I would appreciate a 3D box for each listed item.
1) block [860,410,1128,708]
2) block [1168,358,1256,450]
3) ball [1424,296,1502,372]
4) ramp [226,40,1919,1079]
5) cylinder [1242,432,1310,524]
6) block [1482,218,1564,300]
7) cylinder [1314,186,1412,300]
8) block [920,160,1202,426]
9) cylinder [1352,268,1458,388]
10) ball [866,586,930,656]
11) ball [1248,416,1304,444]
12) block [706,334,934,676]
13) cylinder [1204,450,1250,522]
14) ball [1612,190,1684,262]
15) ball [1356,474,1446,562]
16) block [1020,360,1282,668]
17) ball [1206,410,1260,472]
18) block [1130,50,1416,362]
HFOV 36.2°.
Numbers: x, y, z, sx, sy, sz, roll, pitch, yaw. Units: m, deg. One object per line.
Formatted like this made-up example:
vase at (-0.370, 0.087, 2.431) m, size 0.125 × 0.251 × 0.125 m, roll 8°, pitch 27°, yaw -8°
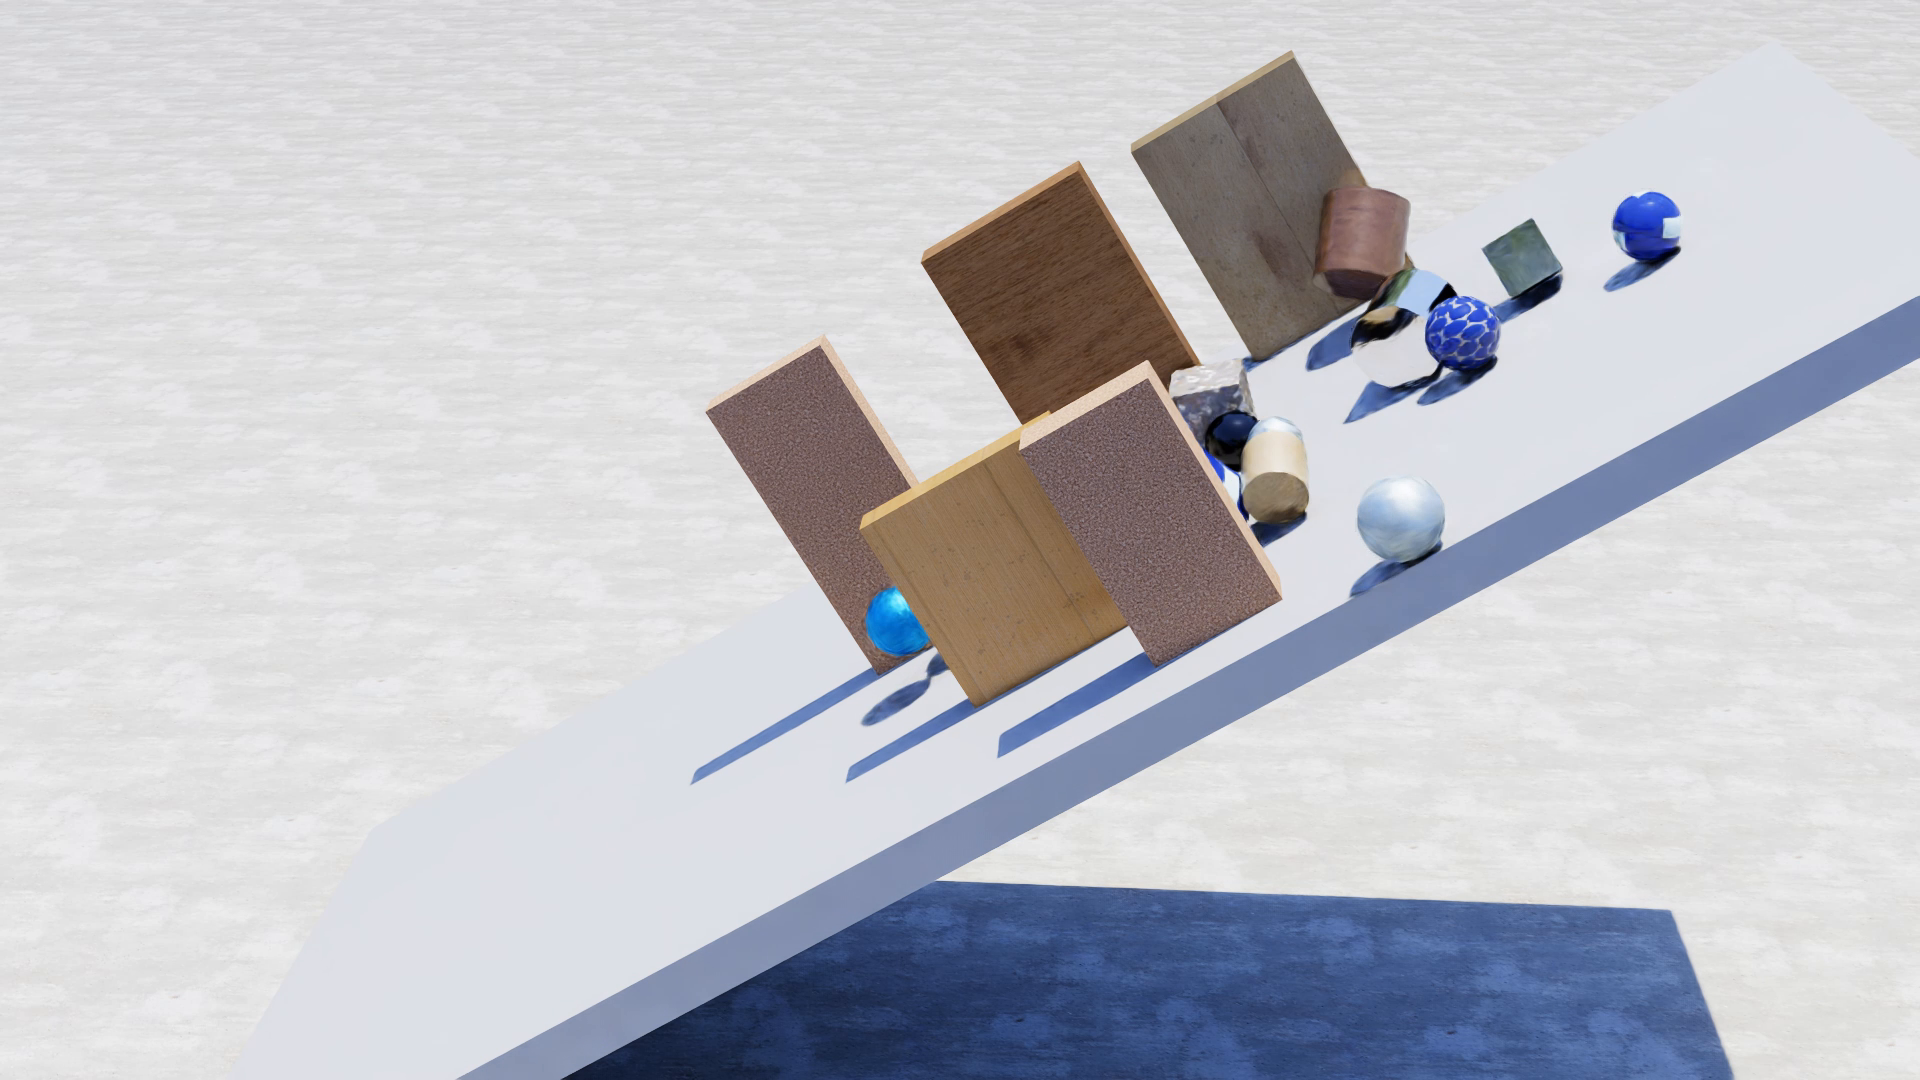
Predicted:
block at (0.101, 0.041, 5.731) m, size 0.424 × 0.432 × 0.087 m, roll -29°, pitch 15°, yaw 13°
block at (0.544, -0.278, 6.308) m, size 0.154 × 0.154 × 0.154 m, roll -11°, pitch 23°, yaw 13°
ball at (1.004, -0.412, 5.871) m, size 0.151 × 0.151 × 0.151 m, roll 0°, pitch 19°, yaw 0°
ramp at (0.141, 0.169, 6.288) m, size 4.000 × 0.100 × 2.000 m, roll -29°, pitch 15°, yaw 13°
cylinder at (0.612, -0.122, 5.717) m, size 0.129 × 0.129 × 0.129 m, roll 1°, pitch 39°, yaw 3°
block at (1.165, -0.581, 6.086) m, size 0.121 × 0.121 × 0.121 m, roll -31°, pitch -4°, yaw 13°
cylinder at (0.893, -0.658, 6.529) m, size 0.195 × 0.195 × 0.195 m, roll 8°, pitch -13°, yaw 2°
block at (0.263, -0.431, 6.425) m, size 0.394 × 0.681 × 0.108 m, roll -29°, pitch 15°, yaw 13°
cylinder at (0.922, -0.436, 6.063) m, size 0.186 × 0.186 × 0.186 m, roll 8°, pitch 32°, yaw 21°
ball at (-0.123, 0.167, 6.059) m, size 0.144 × 0.144 × 0.144 m, roll 0°, pitch 19°, yaw 0°
ball at (0.643, -0.193, 5.992) m, size 0.117 × 0.117 × 0.117 m, roll 0°, pitch 19°, yaw 0°
block at (-0.231, -0.070, 6.265) m, size 0.287 × 0.689 × 0.088 m, roll -29°, pitch 15°, yaw 13°
cylinder at (0.432, -0.085, 5.775) m, size 0.204 × 0.204 × 0.204 m, roll 33°, pitch 6°, yaw -24°
ball at (1.366, -0.624, 5.845) m, size 0.140 × 0.140 × 0.140 m, roll 0°, pitch 19°, yaw 0°
ball at (0.773, -0.039, 5.152) m, size 0.155 × 0.155 × 0.155 m, roll 0°, pitch 19°, yaw 0°
block at (0.351, -0.046, 5.386) m, size 0.268 × 0.487 × 0.119 m, roll -29°, pitch 15°, yaw 13°
ball at (0.577, -0.205, 6.142) m, size 0.130 × 0.130 × 0.130 m, roll 0°, pitch 19°, yaw 0°
block at (0.722, -0.763, 6.761) m, size 0.424 × 0.576 × 0.102 m, roll -29°, pitch 15°, yaw 13°
